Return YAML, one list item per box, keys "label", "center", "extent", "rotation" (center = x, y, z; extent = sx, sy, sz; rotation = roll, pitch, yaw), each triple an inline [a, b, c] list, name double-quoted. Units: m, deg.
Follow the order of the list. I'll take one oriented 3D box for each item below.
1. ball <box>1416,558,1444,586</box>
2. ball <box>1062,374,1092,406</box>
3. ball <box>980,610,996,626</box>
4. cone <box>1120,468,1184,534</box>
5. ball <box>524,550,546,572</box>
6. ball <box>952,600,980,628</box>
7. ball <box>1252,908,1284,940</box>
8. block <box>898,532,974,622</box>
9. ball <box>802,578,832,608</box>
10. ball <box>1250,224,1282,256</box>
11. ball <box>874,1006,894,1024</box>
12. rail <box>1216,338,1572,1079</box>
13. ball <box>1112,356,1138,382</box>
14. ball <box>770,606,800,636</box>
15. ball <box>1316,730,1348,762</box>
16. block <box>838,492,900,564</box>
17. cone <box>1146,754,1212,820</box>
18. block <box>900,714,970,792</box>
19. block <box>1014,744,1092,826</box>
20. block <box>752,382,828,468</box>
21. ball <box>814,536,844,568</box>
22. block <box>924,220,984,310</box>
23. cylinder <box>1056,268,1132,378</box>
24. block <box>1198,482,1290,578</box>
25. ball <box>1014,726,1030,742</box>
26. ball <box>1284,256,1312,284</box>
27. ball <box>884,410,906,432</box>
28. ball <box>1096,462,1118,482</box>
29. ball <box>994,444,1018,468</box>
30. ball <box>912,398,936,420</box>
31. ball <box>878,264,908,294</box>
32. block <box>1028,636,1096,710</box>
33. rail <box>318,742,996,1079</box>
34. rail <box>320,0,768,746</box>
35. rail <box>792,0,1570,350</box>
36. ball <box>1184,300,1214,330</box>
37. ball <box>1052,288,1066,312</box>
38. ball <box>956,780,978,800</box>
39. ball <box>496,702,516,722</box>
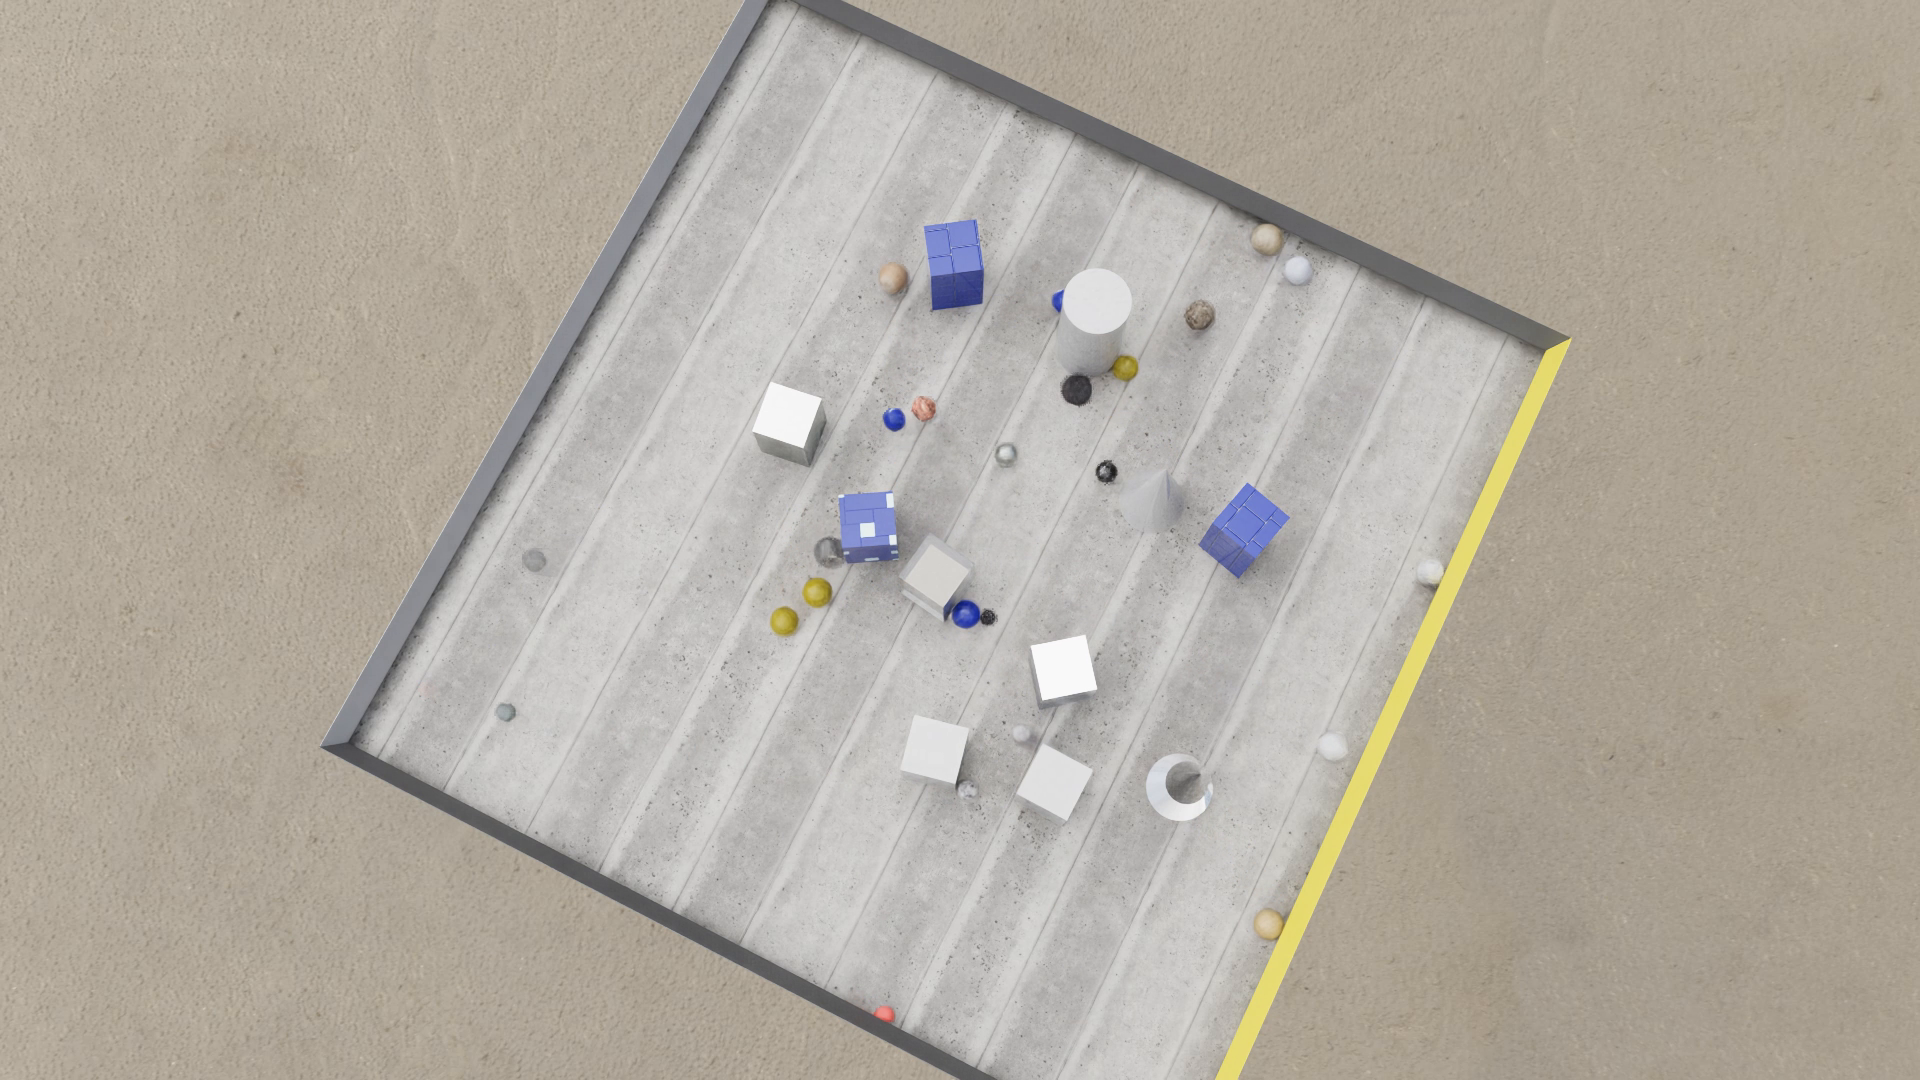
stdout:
- label: "ball"
  center: [1.426, 0.098, 5.553]
  extent: [0.084, 0.084, 0.084]
  rotation: [0, 78, 0]
- label: "ball"
  center: [0.361, -0.464, 5.664]
  extent: [0.094, 0.094, 0.094]
  rotation: [0, 78, 0]
- label: "ball"
  center: [0.084, 0.235, 5.544]
  extent: [0.046, 0.046, 0.046]
  rotation: [0, 78, 0]
- label: "cone"
  center: [0.590, -0.162, 5.436]
  extent: [0.200, 0.420, 0.200]
  rotation: [0, 78, 0]
- label: "ball"
  center: [-1.293, 0.063, 5.569]
  extent: [0.068, 0.068, 0.068]
  rotation: [0, 78, 0]
- label: "ball"
  center: [0.018, 0.225, 5.526]
  extent: [0.087, 0.087, 0.087]
  rotation: [0, 78, 0]
- label: "ball"
  center: [0.899, 1.118, 5.339]
  extent: [0.090, 0.090, 0.090]
  rotation: [0, 78, 0]
- label: "block"
  center: [-0.068, 0.115, 5.451]
  extent: [0.160, 0.278, 0.160]
  rotation: [34, 80, 7]
- label: "ball"
  center: [-0.430, 0.158, 5.537]
  extent: [0.092, 0.092, 0.092]
  rotation: [0, 78, 0]
- label: "ball"
  center: [0.964, -0.945, 5.761]
  extent: [0.100, 0.100, 0.100]
  rotation: [0, 78, 0]
- label: "ball"
  center: [-0.220, 1.375, 5.303]
  extent: [0.056, 0.056, 0.056]
  rotation: [0, 78, 0]
- label: "rail"
  center: [1.229, 0.609, 5.423]
  extent: [0.045, 0.130, 2.797]
  rotation: [26, 80, 5]
- label: "ball"
  center: [0.514, -0.533, 5.685]
  extent: [0.081, 0.081, 0.081]
  rotation: [0, 78, 0]
- label: "ball"
  center: [-0.529, 0.244, 5.521]
  extent: [0.089, 0.089, 0.089]
  rotation: [0, 78, 0]
- label: "ball"
  center: [1.106, 0.612, 5.442]
  extent: [0.093, 0.093, 0.093]
  rotation: [0, 78, 0]
- label: "block"
  center: [-0.272, -0.036, 5.502]
  extent: [0.160, 0.240, 0.160]
  rotation: [-4, 78, -1]
- label: "cone"
  center: [0.655, 0.687, 5.223]
  extent: [0.200, 0.493, 0.200]
  rotation: [0, 78, 0]
- label: "block"
  center: [-0.071, 0.622, 5.320]
  extent: [0.160, 0.329, 0.160]
  rotation: [14, 79, 3]
- label: "block"
  center: [0.267, 0.712, 5.309]
  extent: [0.160, 0.313, 0.160]
  rotation: [28, 80, 5]
- label: "block"
  center: [-0.514, -0.347, 5.563]
  extent: [0.160, 0.246, 0.160]
  rotation: [18, 79, 4]
- label: "ball"
  center: [-0.396, 0.036, 5.560]
  extent: [0.096, 0.096, 0.096]
  rotation: [0, 78, 0]
- label: "block"
  center: [-0.019, -0.842, 5.631]
  extent: [0.160, 0.314, 0.160]
  rotation: [-8, 78, -2]
- label: "cylinder"
  center: [0.398, -0.647, 5.525]
  extent: [0.200, 0.443, 0.200]
  rotation: [0, 78, 0]
- label: "block"
  center: [0.842, -0.025, 5.456]
  extent: [0.160, 0.325, 0.160]
  rotation: [40, 81, 8]
- label: "ball"
  center: [0.186, 0.579, 5.471]
  extent: [0.051, 0.051, 0.051]
  rotation: [0, 78, 0]
- label: "ball"
  center: [1.059, -0.846, 5.747]
  extent: [0.088, 0.088, 0.088]
  rotation: [0, 78, 0]
- label: "ball"
  center: [-0.200, -0.370, 5.658]
  extent: [0.069, 0.069, 0.069]
  rotation: [0, 78, 0]
- label: "ball"
  center: [0.450, -0.208, 5.626]
  extent: [0.066, 0.066, 0.066]
  rotation: [0, 78, 0]
- label: "ball"
  center: [0.142, -0.260, 5.633]
  extent: [0.074, 0.074, 0.074]
  rotation: [0, 78, 0]
- label: "ball"
  center: [-0.111, -0.405, 5.663]
  extent: [0.073, 0.073, 0.073]
  rotation: [0, 78, 0]
- label: "ball"
  center: [-0.210, -0.818, 5.738]
  extent: [0.094, 0.094, 0.094]
  rotation: [0, 78, 0]
- label: "block"
  center: [0.299, 0.393, 5.404]
  extent: [0.160, 0.257, 0.160]
  rotation: [-11, 79, -2]
- label: "rail"
  center: [-0.615, 1.211, 5.299]
  extent: [2.796, 0.130, 0.045]
  rotation: [26, 80, 5]
- label: "rail"
  center: [-1.229, -0.595, 5.672]
  extent: [0.045, 0.130, 2.797]
  rotation: [26, 80, 5]
- label: "rail"
  center: [0.615, -1.197, 5.797]
  extent: [2.796, 0.130, 0.045]
  rotation: [26, 80, 5]
- label: "ball"
  center: [0.746, -0.700, 5.715]
  extent: [0.092, 0.092, 0.092]
  rotation: [0, 78, 0]
- label: "ball"
  center: [0.324, -0.748, 5.733]
  extent: [0.076, 0.076, 0.076]
  rotation: [0, 78, 0]
- label: "ball"
  center: [0.021, 0.741, 5.432]
  extent: [0.061, 0.061, 0.061]
  rotation: [0, 78, 0]
- label: "ball"
  center: [-1.358, 0.515, 5.482]
  extent: [0.055, 0.055, 0.055]
  rotation: [0, 78, 0]
